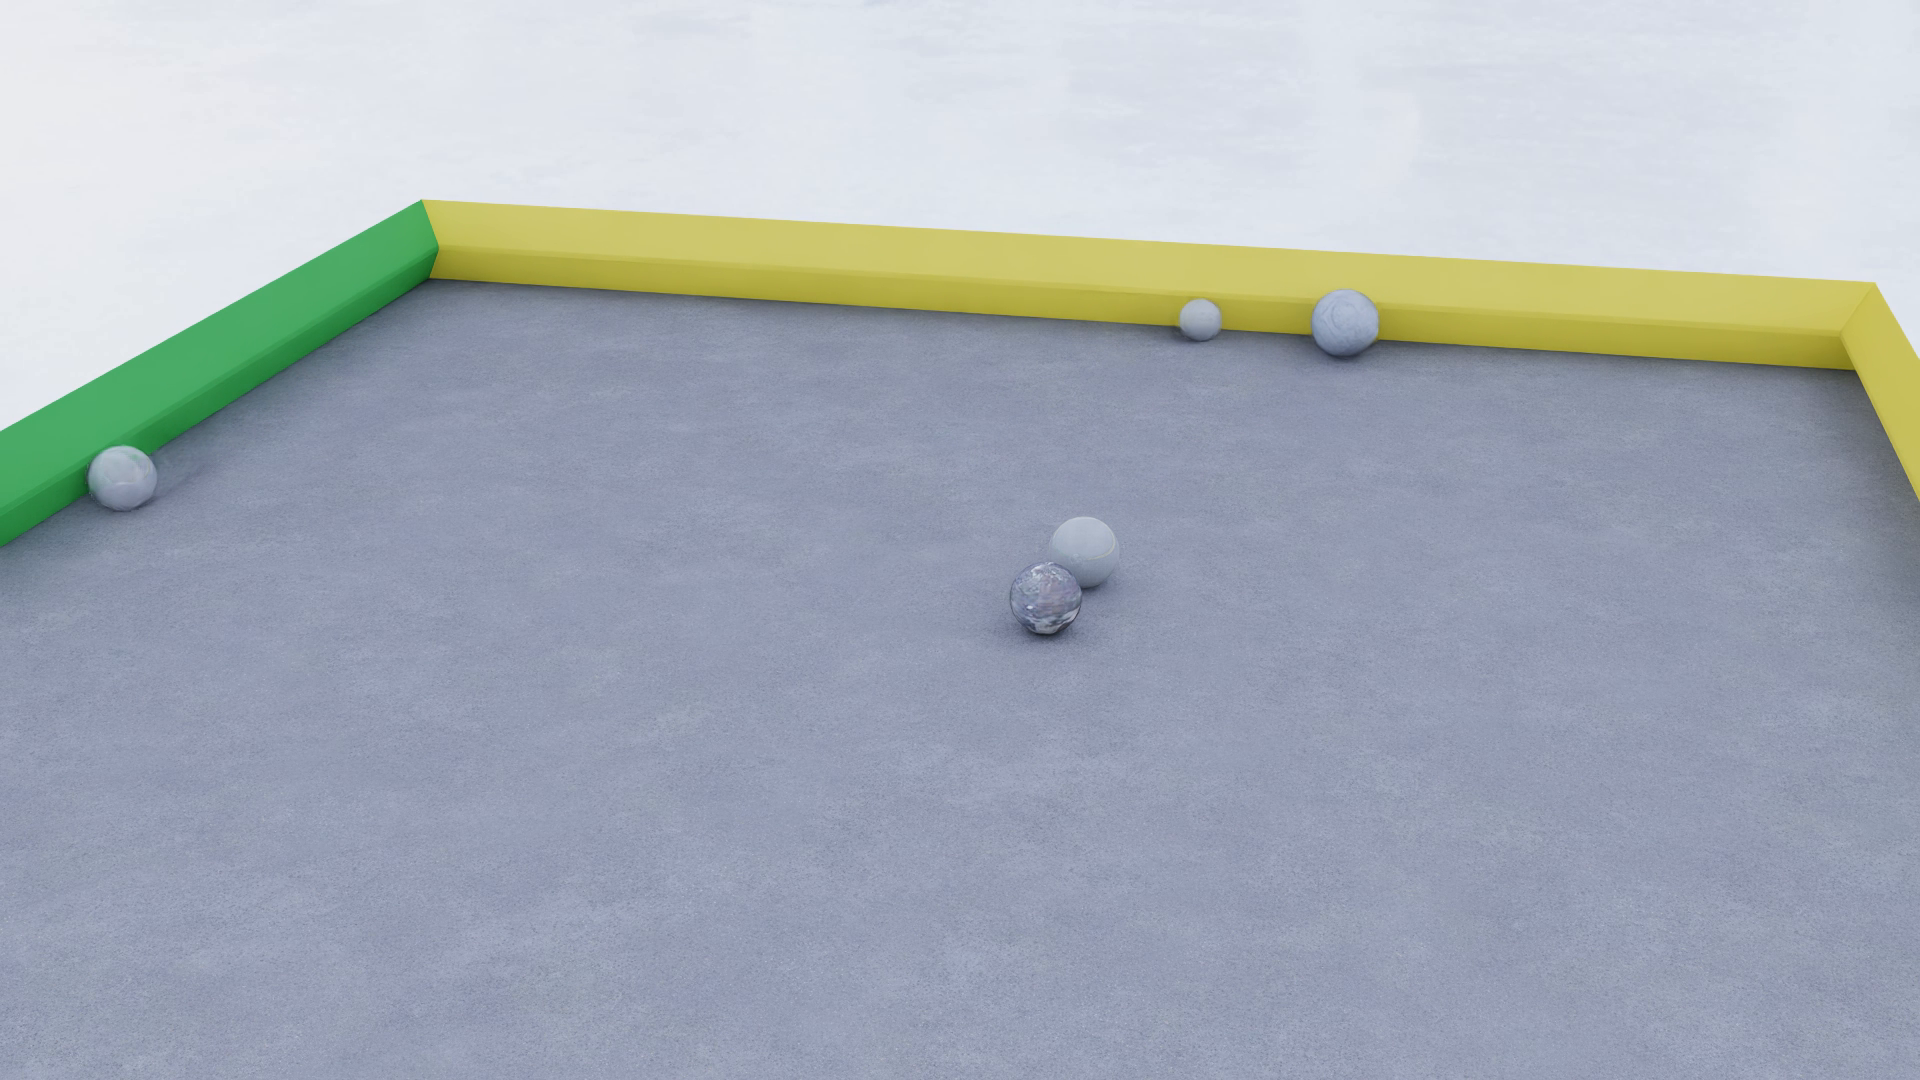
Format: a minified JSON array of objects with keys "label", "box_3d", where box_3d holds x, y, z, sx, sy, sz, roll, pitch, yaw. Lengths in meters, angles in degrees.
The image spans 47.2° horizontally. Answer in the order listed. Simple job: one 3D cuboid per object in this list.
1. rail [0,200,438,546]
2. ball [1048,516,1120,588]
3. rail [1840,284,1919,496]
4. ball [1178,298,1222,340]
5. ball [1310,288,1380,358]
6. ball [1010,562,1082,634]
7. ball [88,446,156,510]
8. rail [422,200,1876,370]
[{"label":"rail","box_3d":[-1.280,0.261,1.806,0.045,0.130,3.966,5,23,11]},{"label":"ball","box_3d":[0.138,0.014,2.459,0.080,0.080,0.080,0,23,0]},{"label":"rail","box_3d":[0.852,0.444,1.372,0.045,0.130,3.966,5,23,11]},{"label":"ball","box_3d":[0.359,-0.330,3.296,0.064,0.064,0.064,0,23,0]},{"label":"ball","box_3d":[0.564,-0.318,3.219,0.100,0.100,0.100,0,23,0]},{"label":"ball","box_3d":[0.092,0.062,2.348,0.078,0.078,0.078,0,23,0]},{"label":"ball","box_3d":[-1.018,-0.076,2.672,0.079,0.079,0.079,0,23,0]},{"label":"rail","box_3d":[0.209,-0.391,3.352,2.231,0.130,0.045,5,23,11]}]
